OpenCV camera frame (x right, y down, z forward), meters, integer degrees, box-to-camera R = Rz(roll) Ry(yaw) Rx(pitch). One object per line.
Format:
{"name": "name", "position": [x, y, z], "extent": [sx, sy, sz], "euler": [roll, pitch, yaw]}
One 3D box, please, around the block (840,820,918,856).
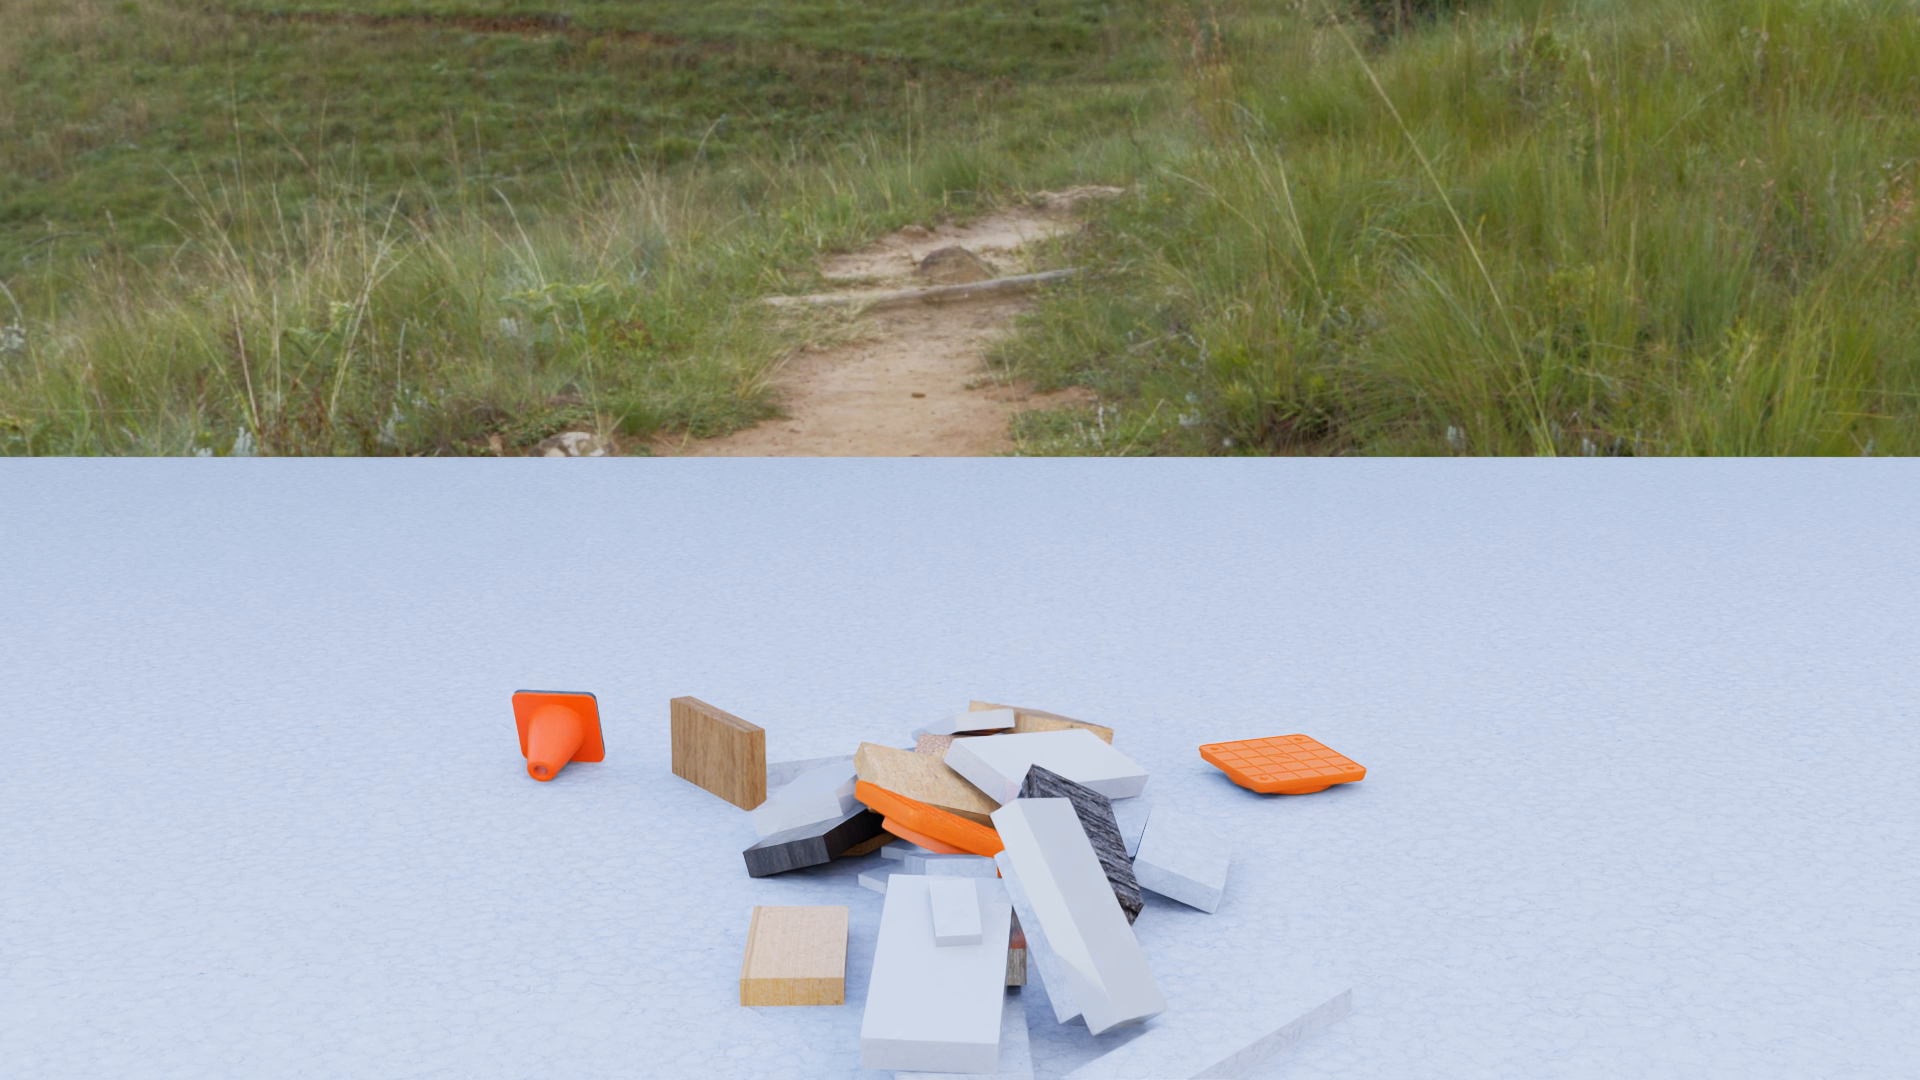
{"name": "block", "position": [-0.150, 0.526, 3.887], "extent": [0.071, 0.020, 0.142], "euler": [-10, 5, 43]}

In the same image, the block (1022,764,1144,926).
{"name": "block", "position": [0.198, 0.499, 3.654], "extent": [0.151, 0.043, 0.460], "euler": [25, 12, -9]}

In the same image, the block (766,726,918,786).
{"name": "block", "position": [-0.256, 0.431, 4.398], "extent": [0.326, 0.046, 0.163], "euler": [-4, 11, -22]}

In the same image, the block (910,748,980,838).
{"name": "block", "position": [-0.006, 0.467, 4.071], "extent": [0.124, 0.035, 0.247], "euler": [3, 25, 10]}

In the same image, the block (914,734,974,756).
{"name": "block", "position": [-0.033, 0.446, 4.216], "extent": [0.124, 0.035, 0.247], "euler": [1, 22, 8]}

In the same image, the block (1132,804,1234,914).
{"name": "block", "position": [0.376, 0.535, 3.720], "extent": [0.151, 0.043, 0.301], "euler": [20, 13, 6]}

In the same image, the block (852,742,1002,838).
{"name": "block", "position": [-0.031, 0.450, 3.925], "extent": [0.304, 0.043, 0.152], "euler": [14, 26, -23]}

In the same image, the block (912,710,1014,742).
{"name": "block", "position": [0.004, 0.381, 4.420], "extent": [0.124, 0.035, 0.247], "euler": [-3, -12, -23]}

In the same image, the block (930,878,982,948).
{"name": "block", "position": [-0.006, 0.517, 3.055], "extent": [0.064, 0.018, 0.128], "euler": [-3, 27, -4]}

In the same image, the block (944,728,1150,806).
{"name": "block", "position": [0.167, 0.422, 4.075], "extent": [0.168, 0.048, 0.435], "euler": [34, 18, 32]}

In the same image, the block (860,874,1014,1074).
{"name": "block", "position": [-0.025, 0.585, 2.998], "extent": [0.179, 0.051, 0.358], "euler": [2, 27, 4]}

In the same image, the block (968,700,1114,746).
{"name": "block", "position": [0.159, 0.377, 4.464], "extent": [0.168, 0.048, 0.337], "euler": [10, -2, -23]}

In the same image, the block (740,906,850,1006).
{"name": "block", "position": [-0.248, 0.629, 3.343], "extent": [0.151, 0.043, 0.302], "euler": [0, 11, -1]}

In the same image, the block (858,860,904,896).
{"name": "block", "position": [-0.095, 0.568, 3.730], "extent": [0.142, 0.020, 0.071], "euler": [-10, 14, -42]}

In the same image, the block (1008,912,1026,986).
{"name": "block", "position": [0.005, 0.603, 3.256], "extent": [0.179, 0.051, 0.358], "euler": [0, -2, 0]}

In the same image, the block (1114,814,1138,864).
{"name": "block", "position": [0.216, 0.531, 3.868], "extent": [0.152, 0.043, 0.304], "euler": [-2, 11, -8]}

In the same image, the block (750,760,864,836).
{"name": "block", "position": [-0.247, 0.459, 3.991], "extent": [0.163, 0.046, 0.326], "euler": [-16, 3, 15]}

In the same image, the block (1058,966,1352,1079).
{"name": "block", "position": [0.321, 0.697, 2.993], "extent": [0.129, 0.036, 0.602], "euler": [9, 14, 40]}

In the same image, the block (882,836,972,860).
{"name": "block", "position": [-0.059, 0.546, 3.853], "extent": [0.142, 0.020, 0.071], "euler": [5, 12, 25]}

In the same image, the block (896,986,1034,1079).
{"name": "block", "position": [0.000, 0.684, 3.023], "extent": [0.179, 0.051, 0.358], "euler": [0, 11, -2]}

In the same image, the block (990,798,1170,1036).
{"name": "block", "position": [0.169, 0.526, 3.105], "extent": [0.048, 0.337, 0.168], "euler": [-33, -20, 22]}

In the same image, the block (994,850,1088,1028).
{"name": "block", "position": [0.138, 0.561, 3.112], "extent": [0.036, 0.257, 0.129], "euler": [-32, -27, 19]}

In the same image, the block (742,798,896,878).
{"name": "block", "position": [-0.220, 0.505, 3.870], "extent": [0.163, 0.046, 0.358], "euler": [-15, 3, 26]}

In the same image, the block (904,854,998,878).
{"name": "block", "position": [-0.016, 0.508, 3.417], "extent": [0.110, 0.031, 0.220], "euler": [1, -6, -10]}

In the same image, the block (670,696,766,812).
{"name": "block", "position": [-0.467, 0.408, 4.234], "extent": [0.043, 0.152, 0.304], "euler": [-7, 13, -34]}
